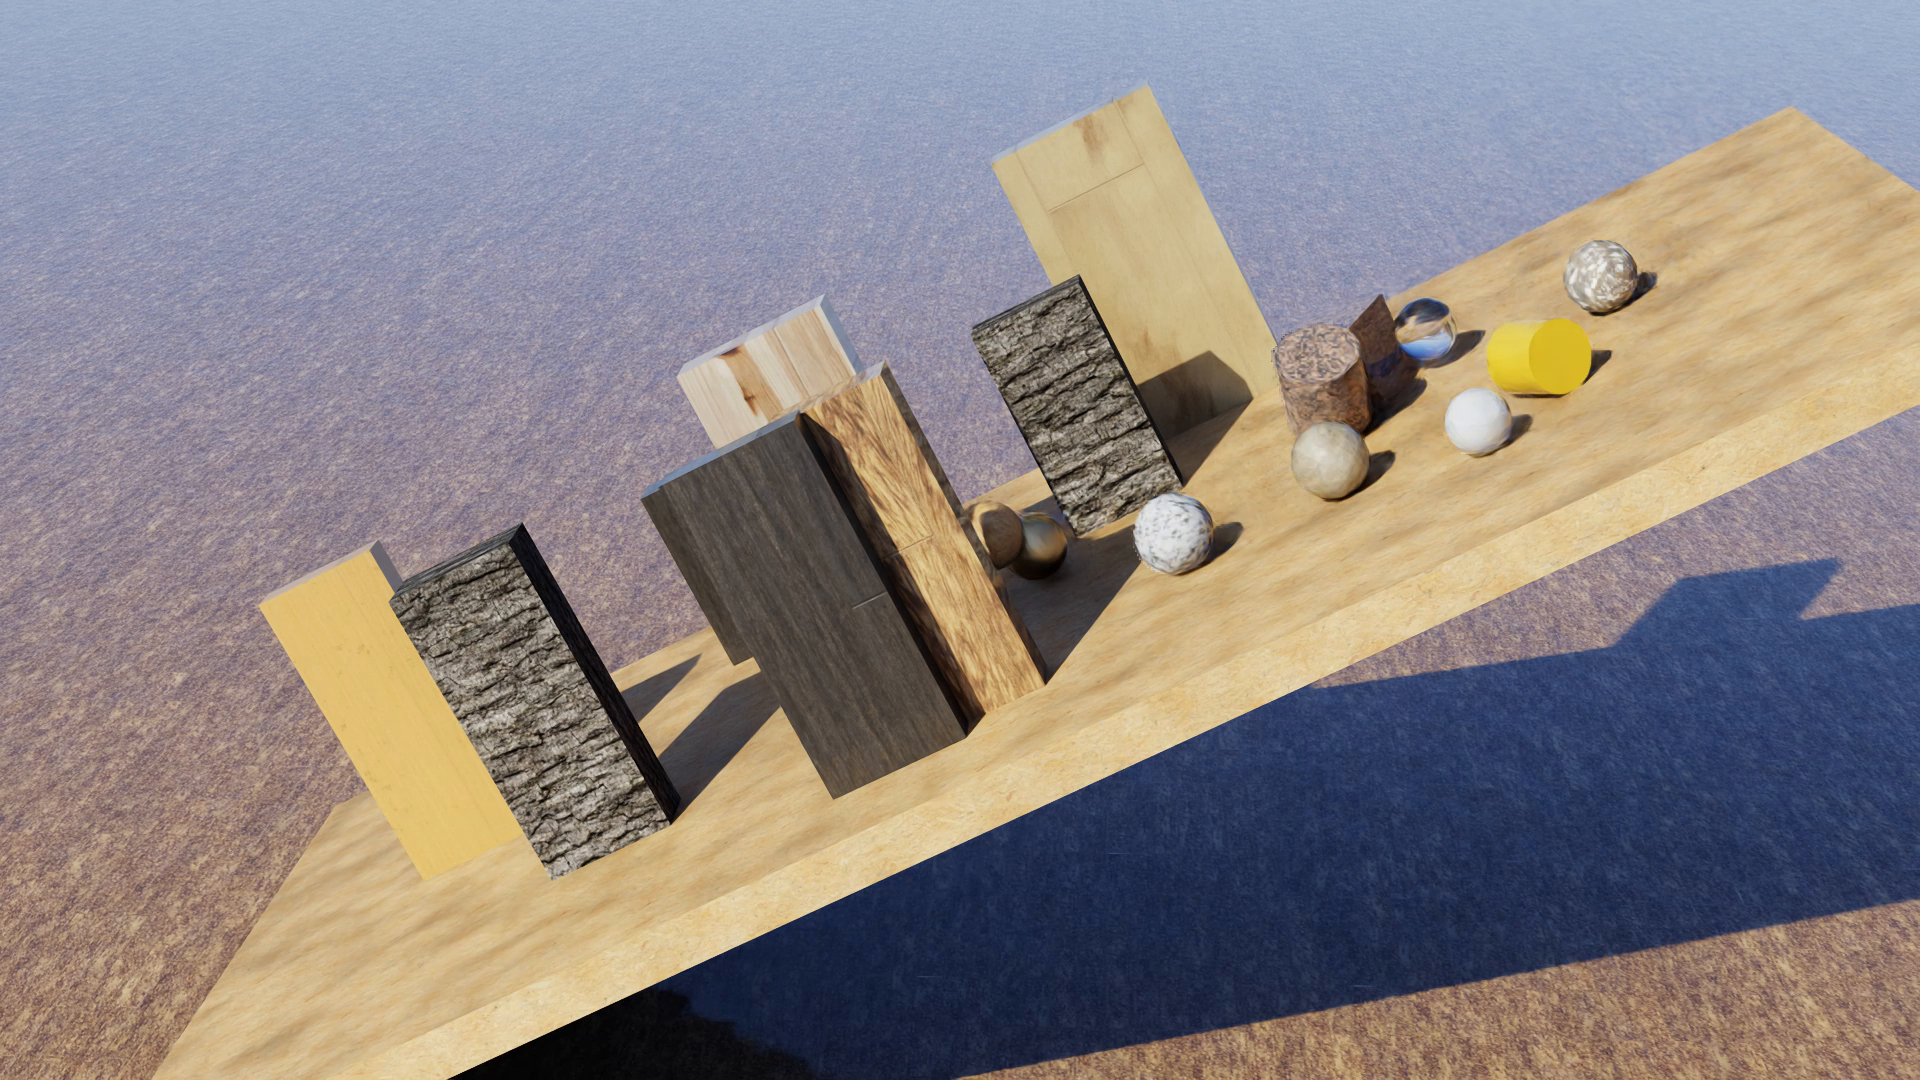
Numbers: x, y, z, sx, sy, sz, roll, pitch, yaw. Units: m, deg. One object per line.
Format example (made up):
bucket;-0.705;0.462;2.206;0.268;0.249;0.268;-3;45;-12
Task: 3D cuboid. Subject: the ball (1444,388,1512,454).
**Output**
ball;0.985;-0.226;5.589;0.128;0.128;0.128;0;17;0

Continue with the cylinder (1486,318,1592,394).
cylinder;1.131;-0.358;5.748;0.146;0.146;0.146;-7;5;-23

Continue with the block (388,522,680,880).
block;-0.861;0.331;5.993;0.279;0.670;0.144;-26;14;10

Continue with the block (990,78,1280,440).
block;0.423;-0.629;6.799;0.399;0.762;0.105;-26;14;10

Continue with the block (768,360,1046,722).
block;-0.099;0.021;5.616;0.247;0.682;0.117;-26;14;10

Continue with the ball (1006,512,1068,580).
ball;0.157;0.014;6.288;0.144;0.144;0.144;0;17;0

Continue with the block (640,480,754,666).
block;-0.498;0.021;6.873;0.302;0.455;0.111;-26;14;10

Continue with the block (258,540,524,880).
block;-1.222;0.376;6.436;0.280;0.715;0.083;-26;14;10

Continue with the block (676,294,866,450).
block;-0.246;-0.081;6.063;0.330;0.781;0.115;-26;14;10

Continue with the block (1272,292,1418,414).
block;0.828;-0.379;6.312;0.194;0.194;0.194;-17;17;37

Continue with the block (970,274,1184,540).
block;0.258;-0.290;6.424;0.260;0.509;0.101;-26;14;10

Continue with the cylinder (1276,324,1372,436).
cylinder;0.752;-0.320;6.073;0.176;0.176;0.176;-10;44;10

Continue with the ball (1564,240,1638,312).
ball;1.317;-0.542;6.047;0.150;0.150;0.150;0;17;0

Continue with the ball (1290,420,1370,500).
ball;0.728;-0.157;5.781;0.154;0.154;0.154;0;17;0

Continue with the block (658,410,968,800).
block;-0.271;0.126;5.545;0.287;0.694;0.082;-26;14;10

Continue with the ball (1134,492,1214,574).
ball;0.425;-0.014;5.835;0.160;0.160;0.160;0;17;0

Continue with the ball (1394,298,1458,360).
ball;0.994;-0.450;6.276;0.134;0.134;0.134;0;17;0

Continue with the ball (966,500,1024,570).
ball;0.060;-0.008;6.182;0.149;0.149;0.149;0;17;0

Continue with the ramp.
ramp;0.140;0.168;6.281;4.000;0.100;2.000;-26;14;10
